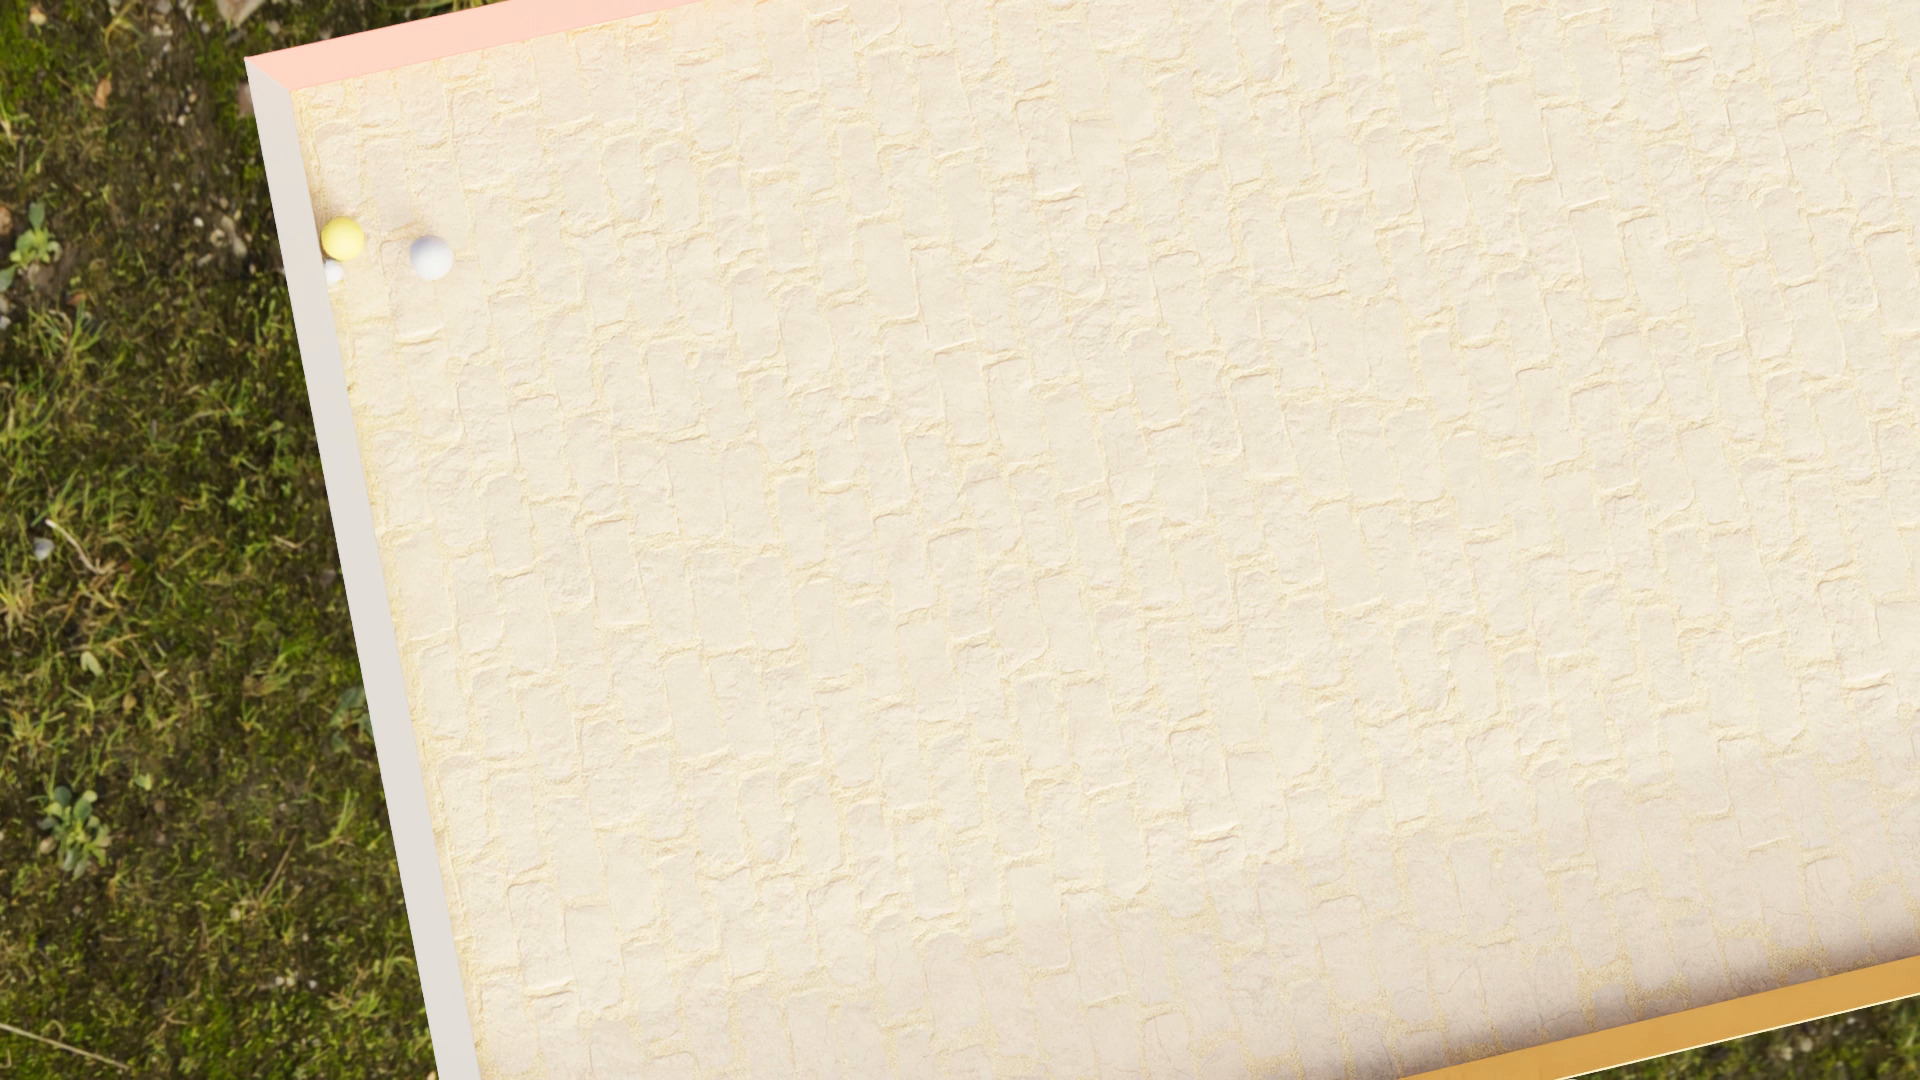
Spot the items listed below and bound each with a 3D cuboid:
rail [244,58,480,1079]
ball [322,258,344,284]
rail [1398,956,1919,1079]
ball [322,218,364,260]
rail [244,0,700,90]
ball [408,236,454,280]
[{"bbox_3d":[-0.842,0.189,3.225,0.045,0.099,1.895,-13,82,-2],"label":"rail"},{"bbox_3d":[-0.957,-0.409,3.344,0.040,0.040,0.040,0,82,0],"label":"ball"},{"bbox_3d":[1.073,0.691,3.152,3.553,0.099,0.045,-13,82,-2],"label":"rail"},{"bbox_3d":[-0.937,-0.457,3.339,0.063,0.063,0.063,0,82,0],"label":"ball"},{"bbox_3d":[0.658,-1.091,3.413,3.553,0.099,0.045,-13,82,-2],"label":"rail"},{"bbox_3d":[-0.802,-0.426,3.333,0.066,0.066,0.066,0,82,0],"label":"ball"}]
